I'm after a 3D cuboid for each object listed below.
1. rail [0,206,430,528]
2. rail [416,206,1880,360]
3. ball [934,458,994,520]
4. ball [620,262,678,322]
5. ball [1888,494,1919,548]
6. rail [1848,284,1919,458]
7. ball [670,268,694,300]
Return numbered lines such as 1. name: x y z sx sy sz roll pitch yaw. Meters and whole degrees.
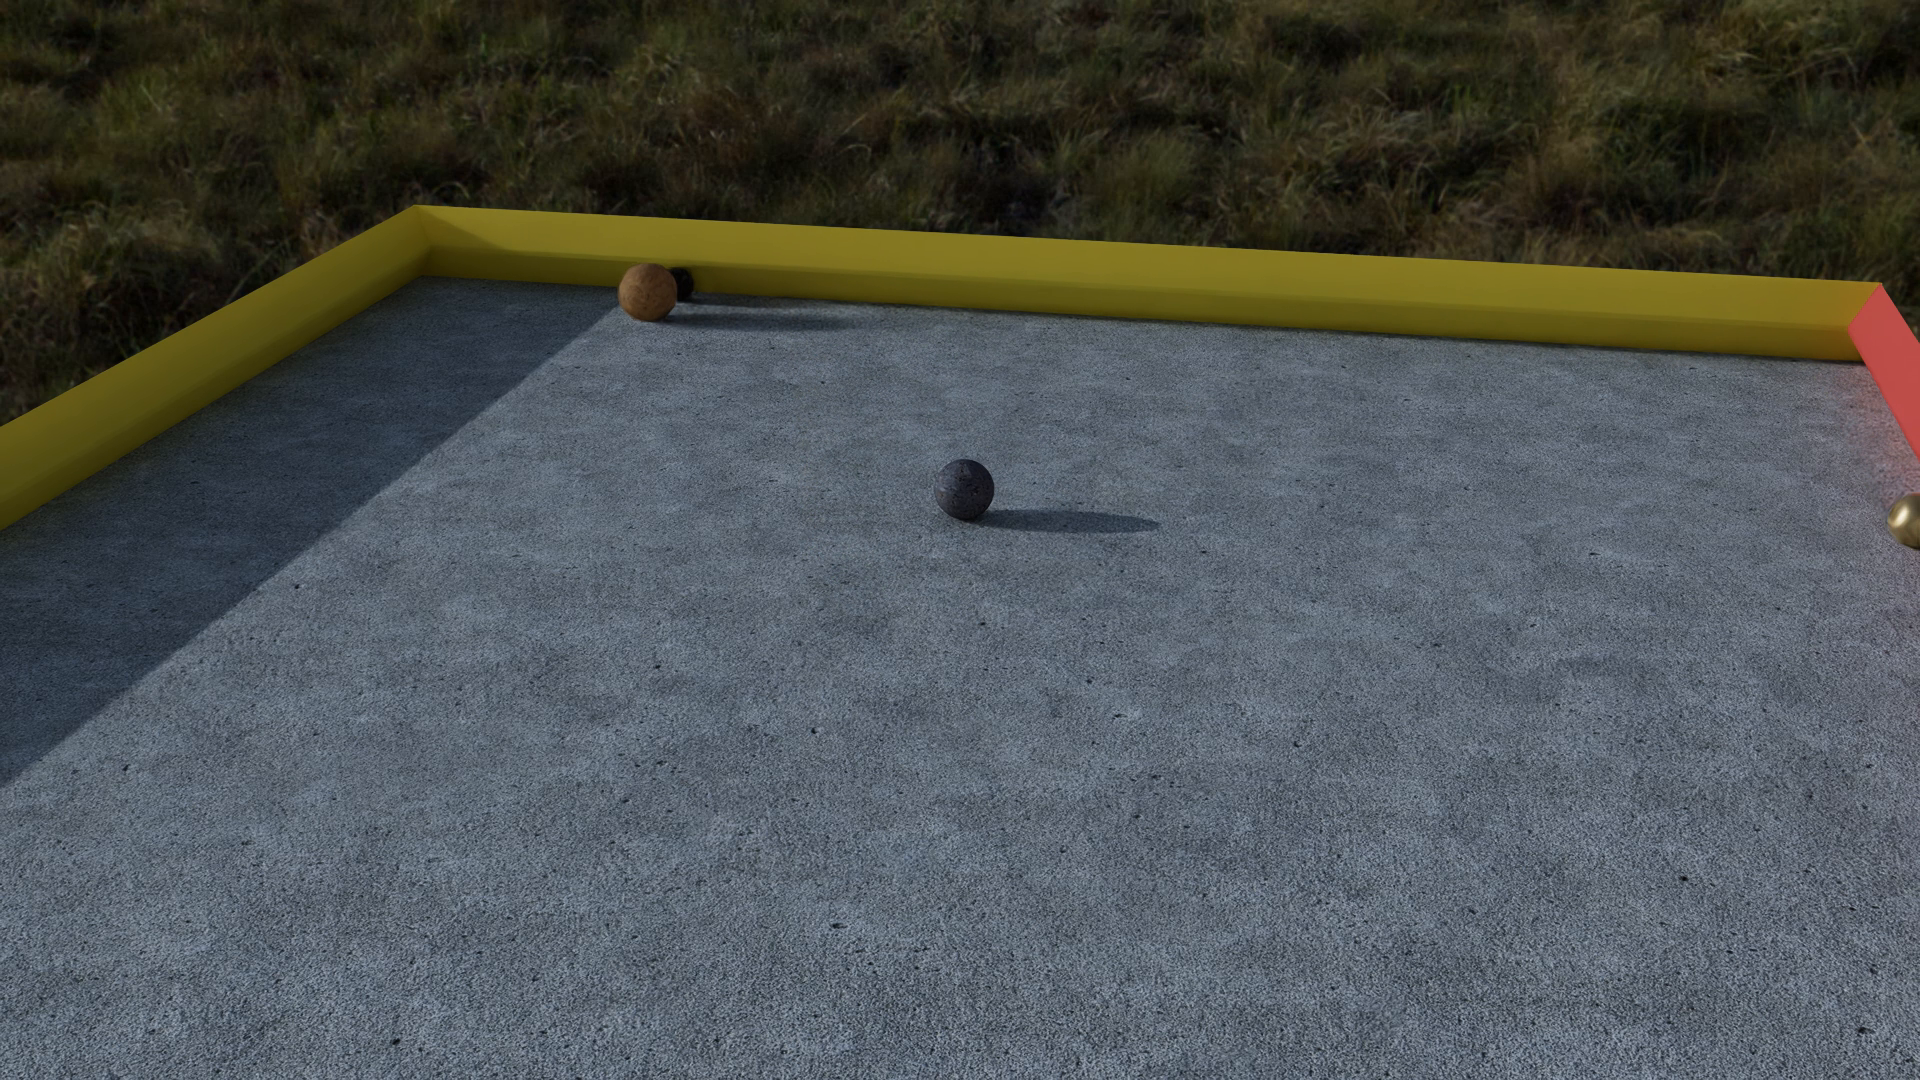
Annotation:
1. rail: -1.351 0.283 1.808 0.045 0.121 4.290 5 23 11
2. rail: 0.219 -0.411 3.506 2.352 0.121 0.045 5 23 11
3. ball: 0.005 -0.063 2.718 0.075 0.075 0.075 0 22 0
4. ball: -0.496 -0.396 3.507 0.093 0.093 0.093 0 22 0
5. ball: 1.146 -0.023 2.630 0.067 0.067 0.067 0 22 0
6. rail: 0.903 0.465 1.363 0.045 0.121 4.290 5 23 11
7. ball: -0.465 -0.420 3.621 0.053 0.053 0.053 0 22 0
